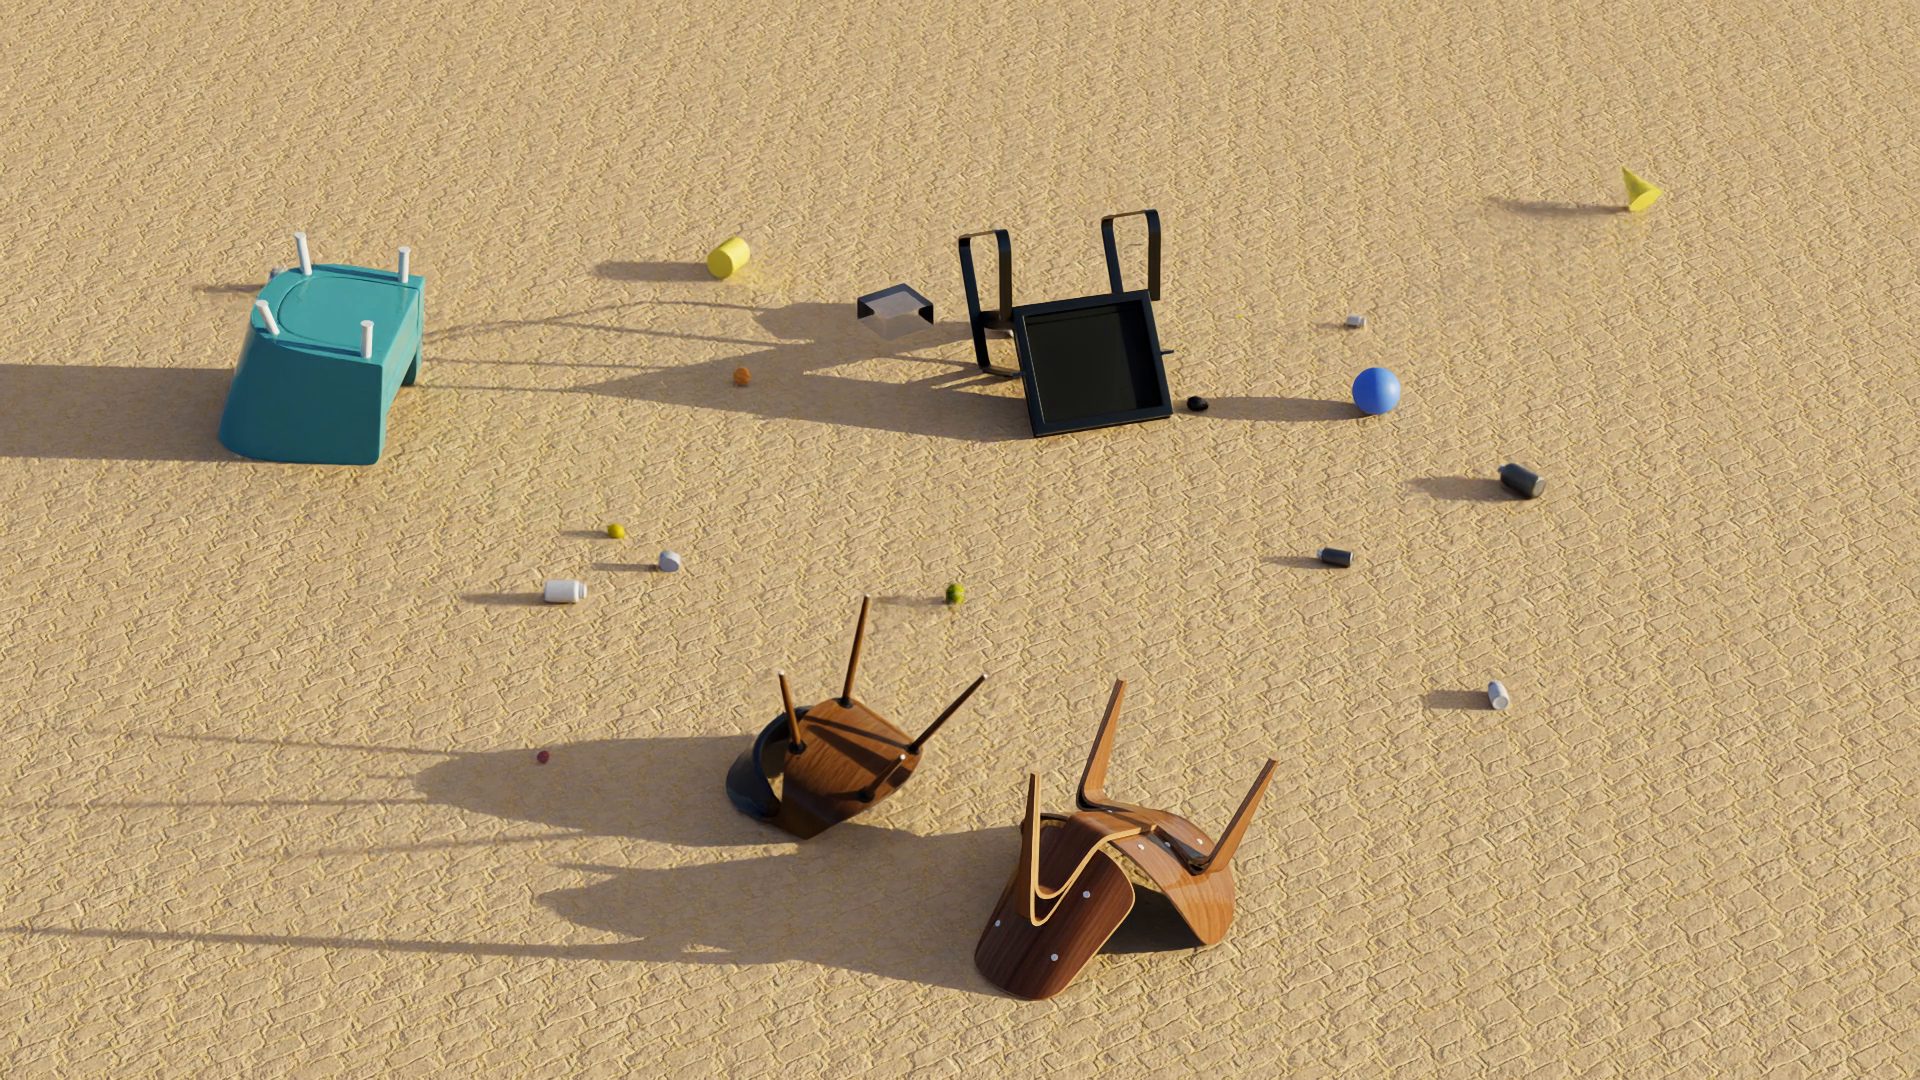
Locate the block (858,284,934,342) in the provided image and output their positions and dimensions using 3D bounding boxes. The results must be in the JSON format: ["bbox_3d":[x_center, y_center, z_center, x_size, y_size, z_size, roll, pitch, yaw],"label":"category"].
[{"bbox_3d":[-0.271,-0.958,12.302,0.236,0.105,0.224,-20,38,-28],"label":"block"}]

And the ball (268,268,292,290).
[{"bbox_3d":[-2.911,-1.118,12.552,0.099,0.099,0.099,0,33,0],"label":"ball"}]

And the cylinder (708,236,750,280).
[{"bbox_3d":[-1.000,-1.218,12.665,0.129,0.147,0.136,42,42,2],"label":"cylinder"}]

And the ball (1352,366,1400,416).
[{"bbox_3d":[1.657,-0.593,11.670,0.192,0.192,0.192,0,33,0],"label":"ball"}]

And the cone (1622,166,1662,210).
[{"bbox_3d":[3.027,-1.606,13.179,0.164,0.144,0.205,-17,64,-24],"label":"cone"}]
